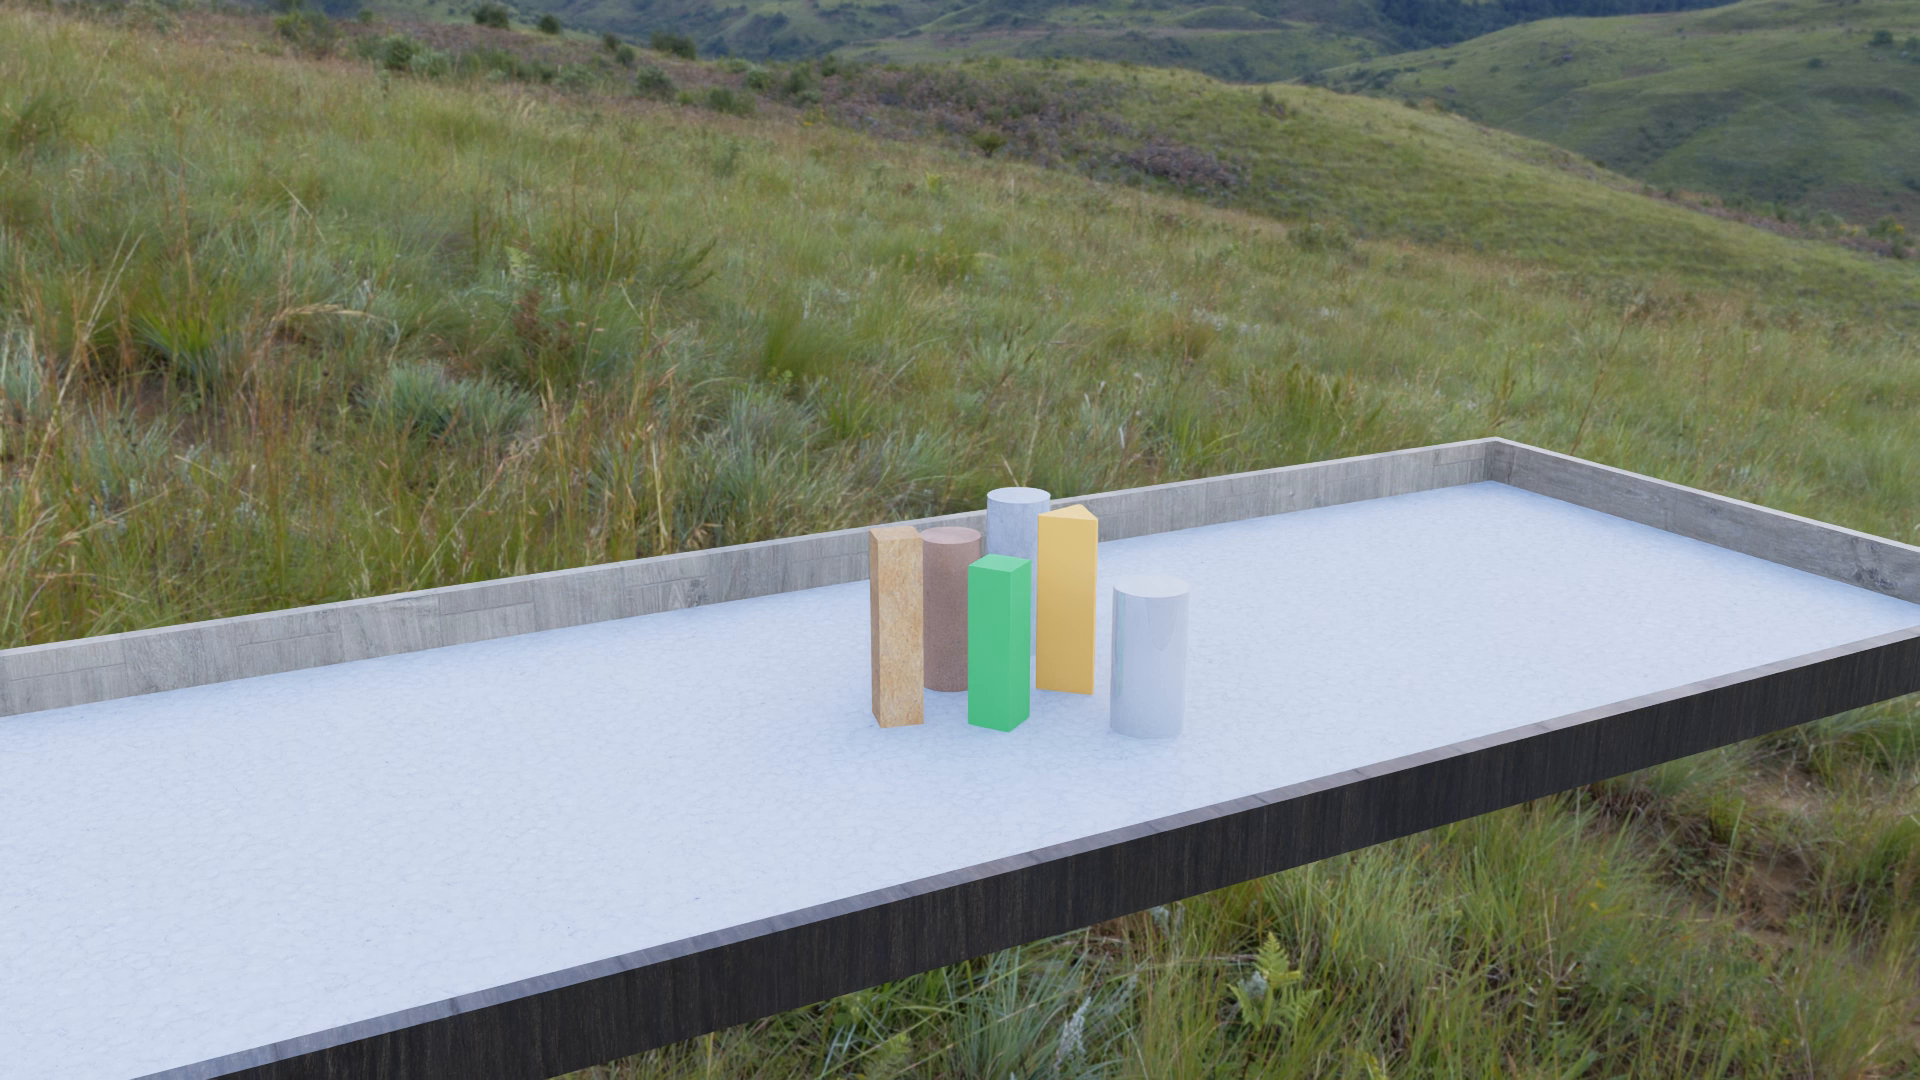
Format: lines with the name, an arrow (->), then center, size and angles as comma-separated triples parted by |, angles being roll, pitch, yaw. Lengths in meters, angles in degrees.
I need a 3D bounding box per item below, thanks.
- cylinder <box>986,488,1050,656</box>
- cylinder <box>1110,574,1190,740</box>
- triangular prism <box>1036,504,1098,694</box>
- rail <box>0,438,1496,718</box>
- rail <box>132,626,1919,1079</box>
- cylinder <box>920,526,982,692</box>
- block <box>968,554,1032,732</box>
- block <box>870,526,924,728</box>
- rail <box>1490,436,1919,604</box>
cylinder -> 0.152, 0.084, 4.331 | 0.164, 0.417, 0.164 | 0, 16, 0
cylinder -> 0.440, 0.269, 3.830 | 0.177, 0.344, 0.177 | 0, 16, 0
triangular prism -> 0.277, 0.143, 4.076 | 0.147, 0.446, 0.127 | 5, 17, 17
rail -> -3.305, 0.497, 3.399 | 12.000, 0.150, 0.050 | -9, 18, -27
rail -> -2.336, 1.006, 1.665 | 12.000, 0.150, 0.050 | -9, 18, -27
cylinder -> -0.025, 0.171, 4.094 | 0.154, 0.382, 0.154 | 0, 16, 0
block -> 0.092, 0.240, 3.847 | 0.108, 0.391, 0.108 | 9, 18, 27
block -> -0.148, 0.203, 3.853 | 0.103, 0.457, 0.103 | -4, 17, -14
rail -> 2.466, -0.048, 5.253 | 0.050, 0.150, 2.100 | -9, 18, -27
